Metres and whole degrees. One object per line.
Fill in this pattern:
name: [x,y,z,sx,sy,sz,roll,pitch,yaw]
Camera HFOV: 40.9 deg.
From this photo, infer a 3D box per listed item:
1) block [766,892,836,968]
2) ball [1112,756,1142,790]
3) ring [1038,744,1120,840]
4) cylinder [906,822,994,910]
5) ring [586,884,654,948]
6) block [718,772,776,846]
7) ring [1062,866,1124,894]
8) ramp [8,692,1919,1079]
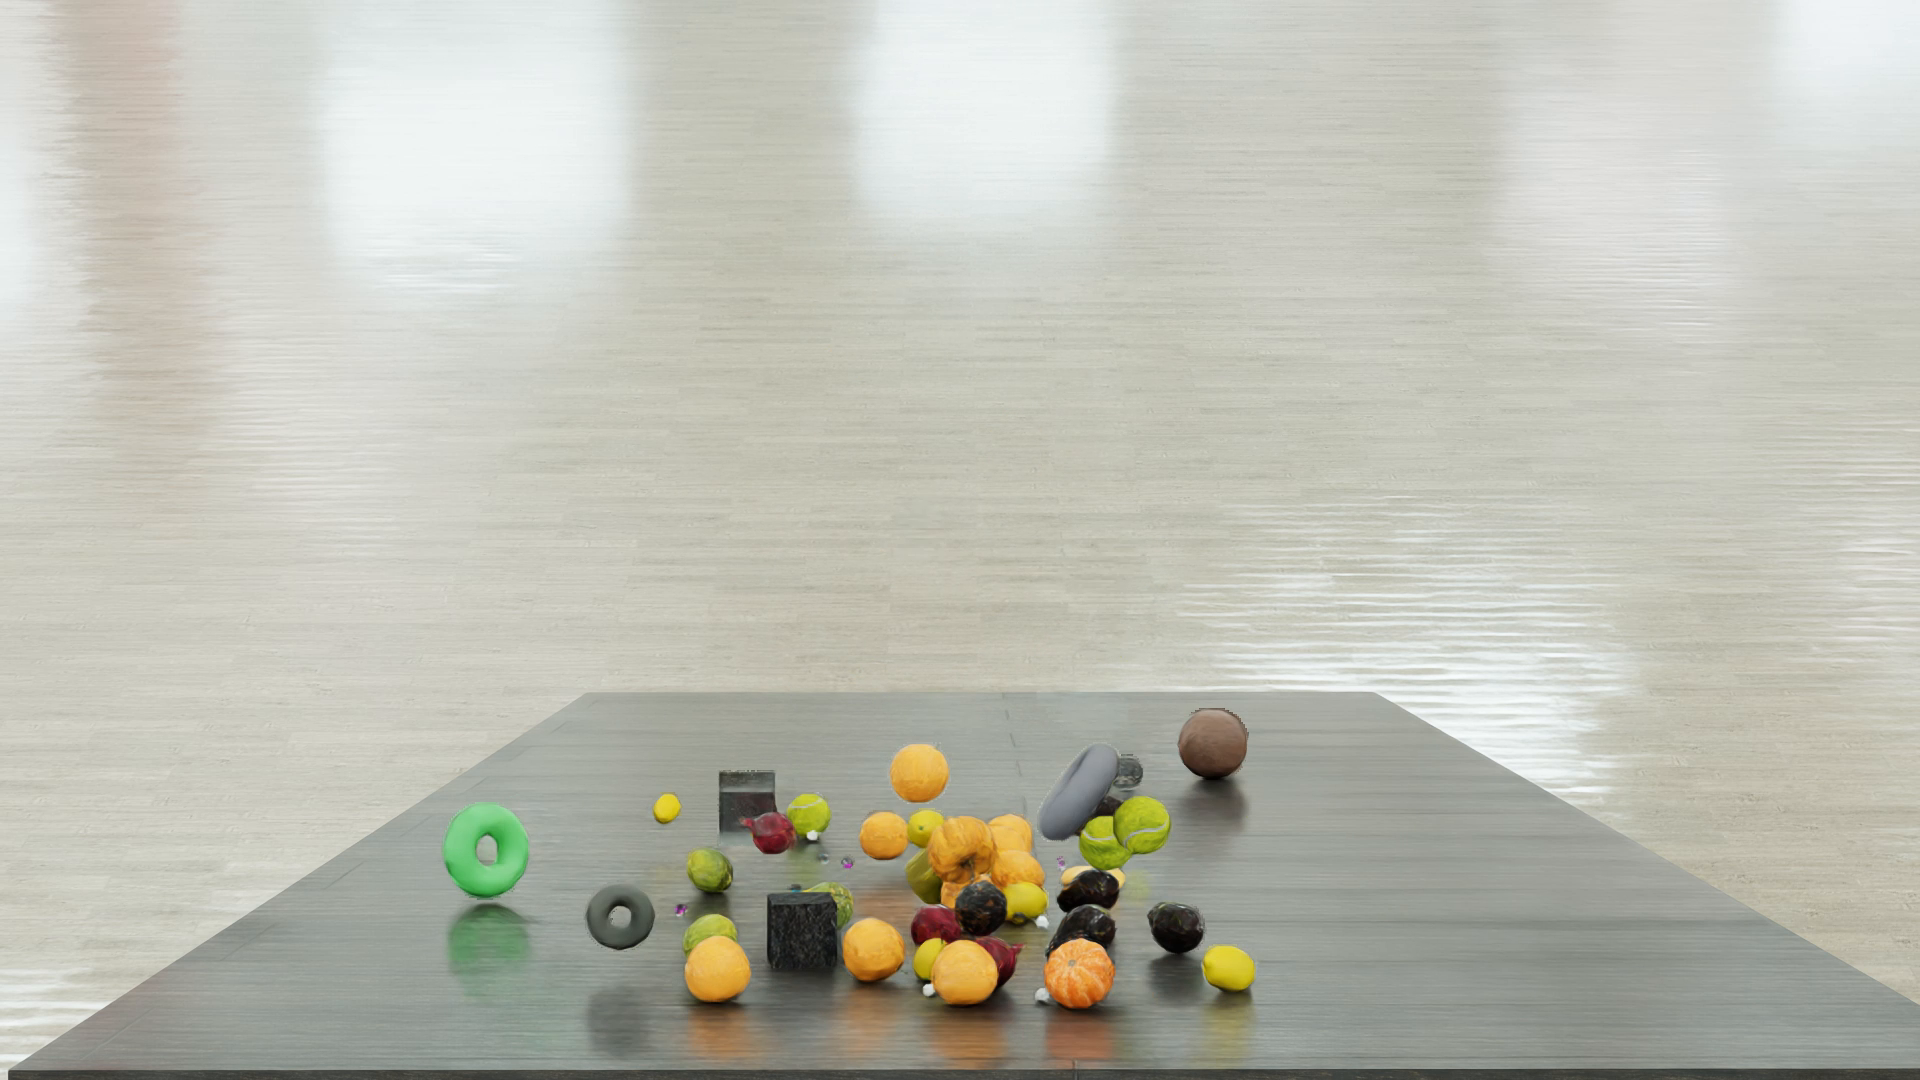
block: [-0.190,0.467,3.086,0.076,0.076,0.076,0,2,-9]
ball: [0.299,0.420,4.643,0.062,0.062,0.062,0,24,0]
ring: [0.142,0.303,3.089,0.044,0.133,0.133,37,29,-1]
cylinder: [-0.013,0.434,3.427,0.085,0.085,0.085,32,31,-22]
ring: [-0.400,0.444,3.037,0.080,0.080,0.027,-3,9,-7]
block: [-0.297,0.375,3.601,0.078,0.078,0.078,0,17,-5]
ring: [0.186,0.473,3.594,0.088,0.029,0.088,-1,2,0]
ramp: [0.056,0.505,4.549,2.000,0.100,4.000,0,2,0]
